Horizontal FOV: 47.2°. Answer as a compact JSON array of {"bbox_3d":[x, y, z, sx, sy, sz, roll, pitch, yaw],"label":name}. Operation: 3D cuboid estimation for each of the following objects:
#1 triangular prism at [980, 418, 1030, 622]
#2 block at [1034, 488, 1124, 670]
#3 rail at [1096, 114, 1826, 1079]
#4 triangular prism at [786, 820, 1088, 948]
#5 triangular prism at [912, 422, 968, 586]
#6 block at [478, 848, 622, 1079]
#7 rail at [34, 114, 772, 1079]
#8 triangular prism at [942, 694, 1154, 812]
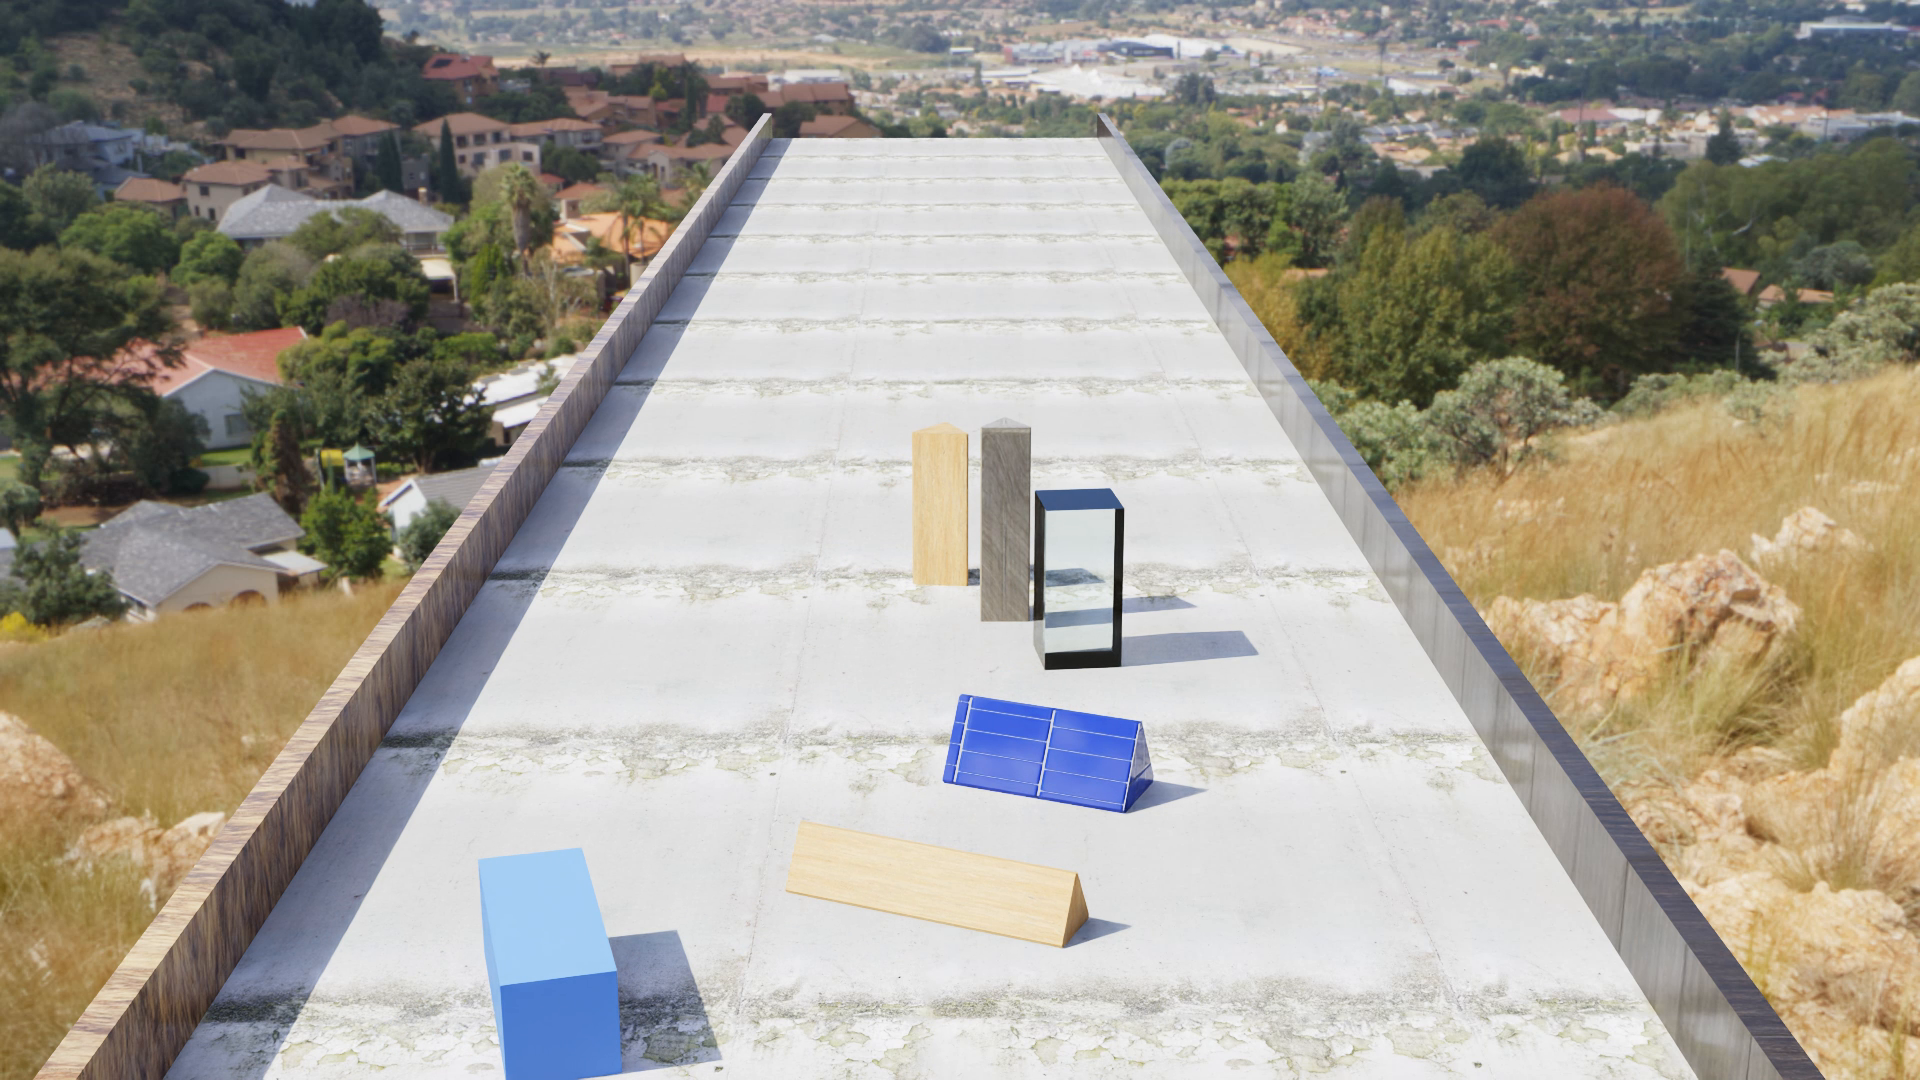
[{"bbox_3d":[0.094,-0.043,4.631,0.103,0.422,0.089,0,17,0],"label":"triangular prism"},{"bbox_3d":[0.235,0.077,4.393,0.154,0.328,0.154,-2,17,-6],"label":"block"},{"bbox_3d":[0.932,-0.844,7.801,0.050,0.150,12.000,0,17,-1],"label":"rail"},{"bbox_3d":[-0.038,0.509,3.339,0.459,0.096,0.110,7,18,23],"label":"triangular prism"},{"bbox_3d":[-0.038,-0.081,4.890,0.122,0.347,0.105,2,17,6],"label":"triangular prism"},{"bbox_3d":[-0.568,0.578,3.021,0.148,0.148,0.395,-5,17,-15],"label":"block"},{"bbox_3d":[-1.118,-0.838,7.780,0.050,0.150,12.000,0,17,-1],"label":"rail"},{"bbox_3d":[0.153,0.352,3.793,0.332,0.134,0.155,7,18,22],"label":"triangular prism"}]
